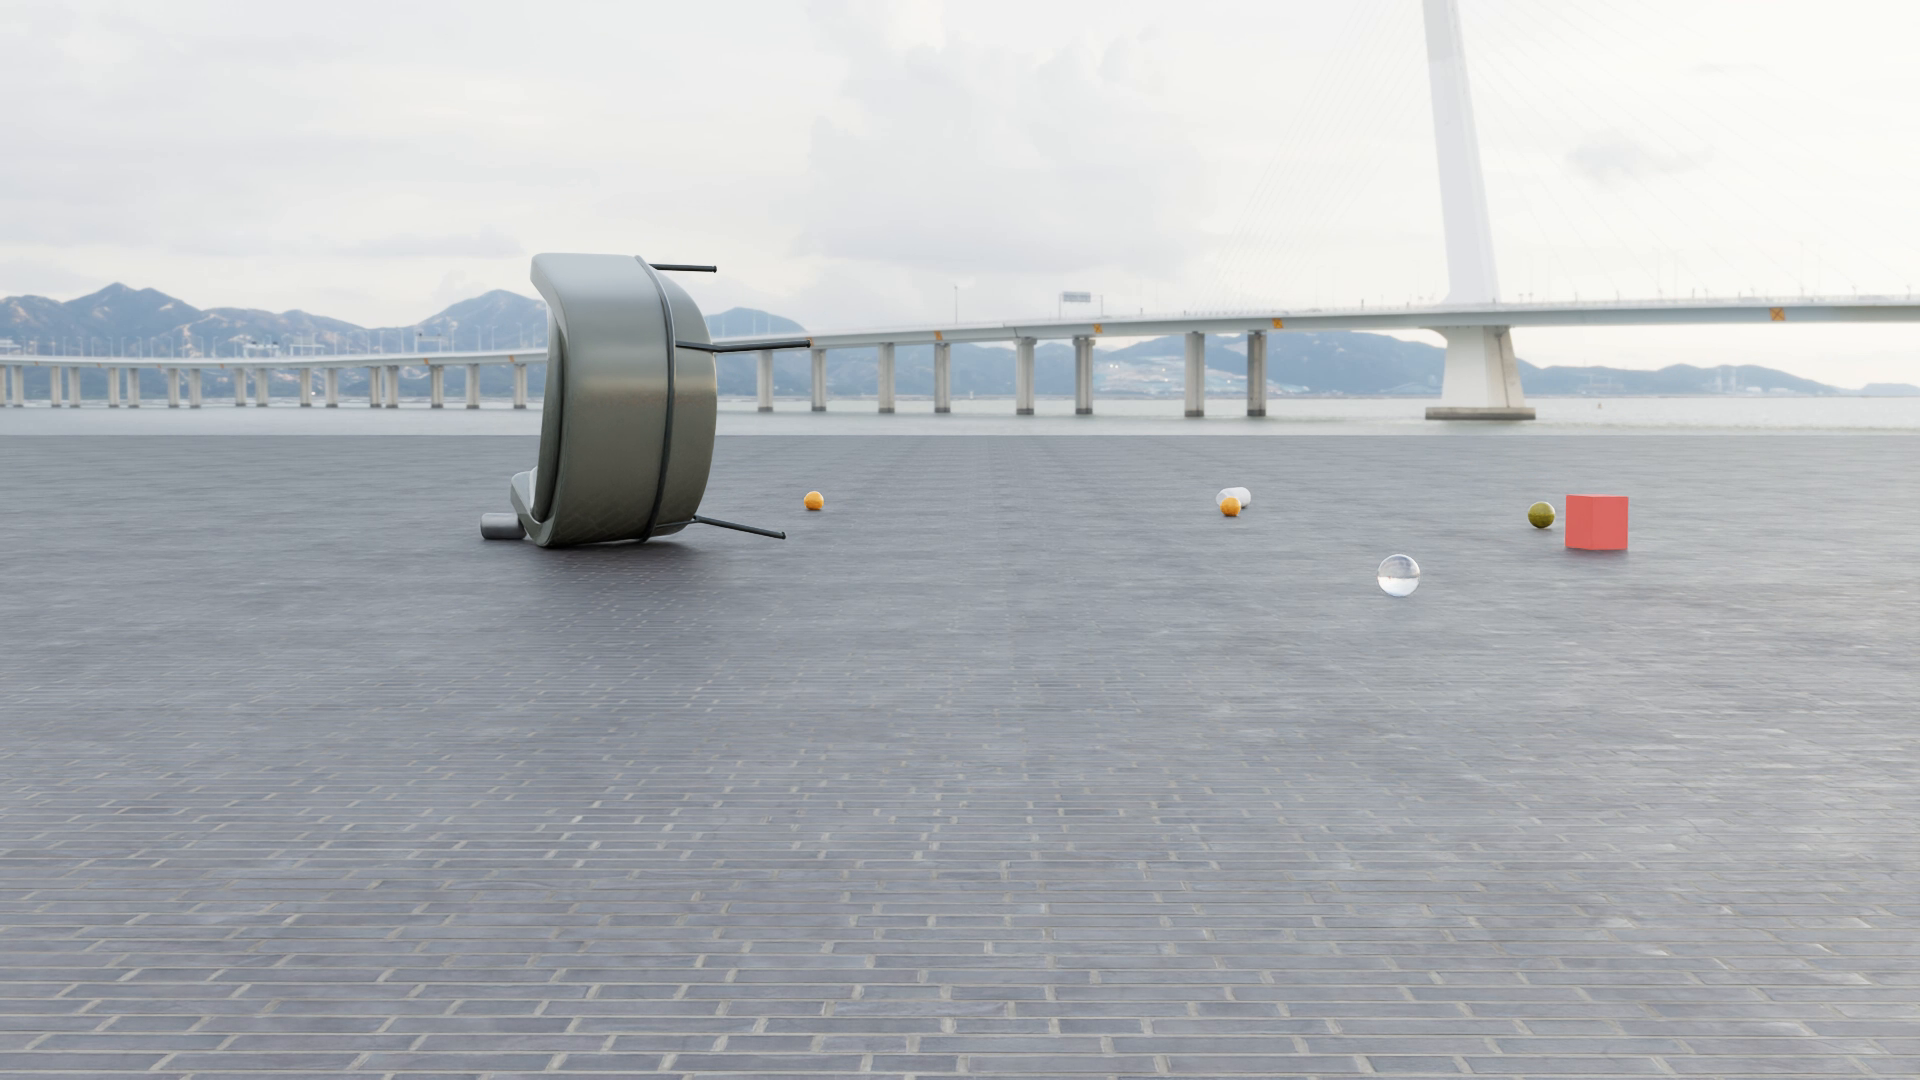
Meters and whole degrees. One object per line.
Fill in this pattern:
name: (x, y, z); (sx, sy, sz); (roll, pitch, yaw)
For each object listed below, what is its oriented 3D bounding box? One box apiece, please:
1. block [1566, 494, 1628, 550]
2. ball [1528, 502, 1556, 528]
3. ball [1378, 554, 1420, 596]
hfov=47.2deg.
block: (1.803, -0.052, 6.228); (0.115, 0.148, 0.137); (-1, 4, -16)
ball: (1.875, -0.081, 7.092); (0.086, 0.086, 0.086); (0, 4, 0)
ball: (0.949, 0.077, 4.759); (0.092, 0.092, 0.092); (0, 4, 0)
